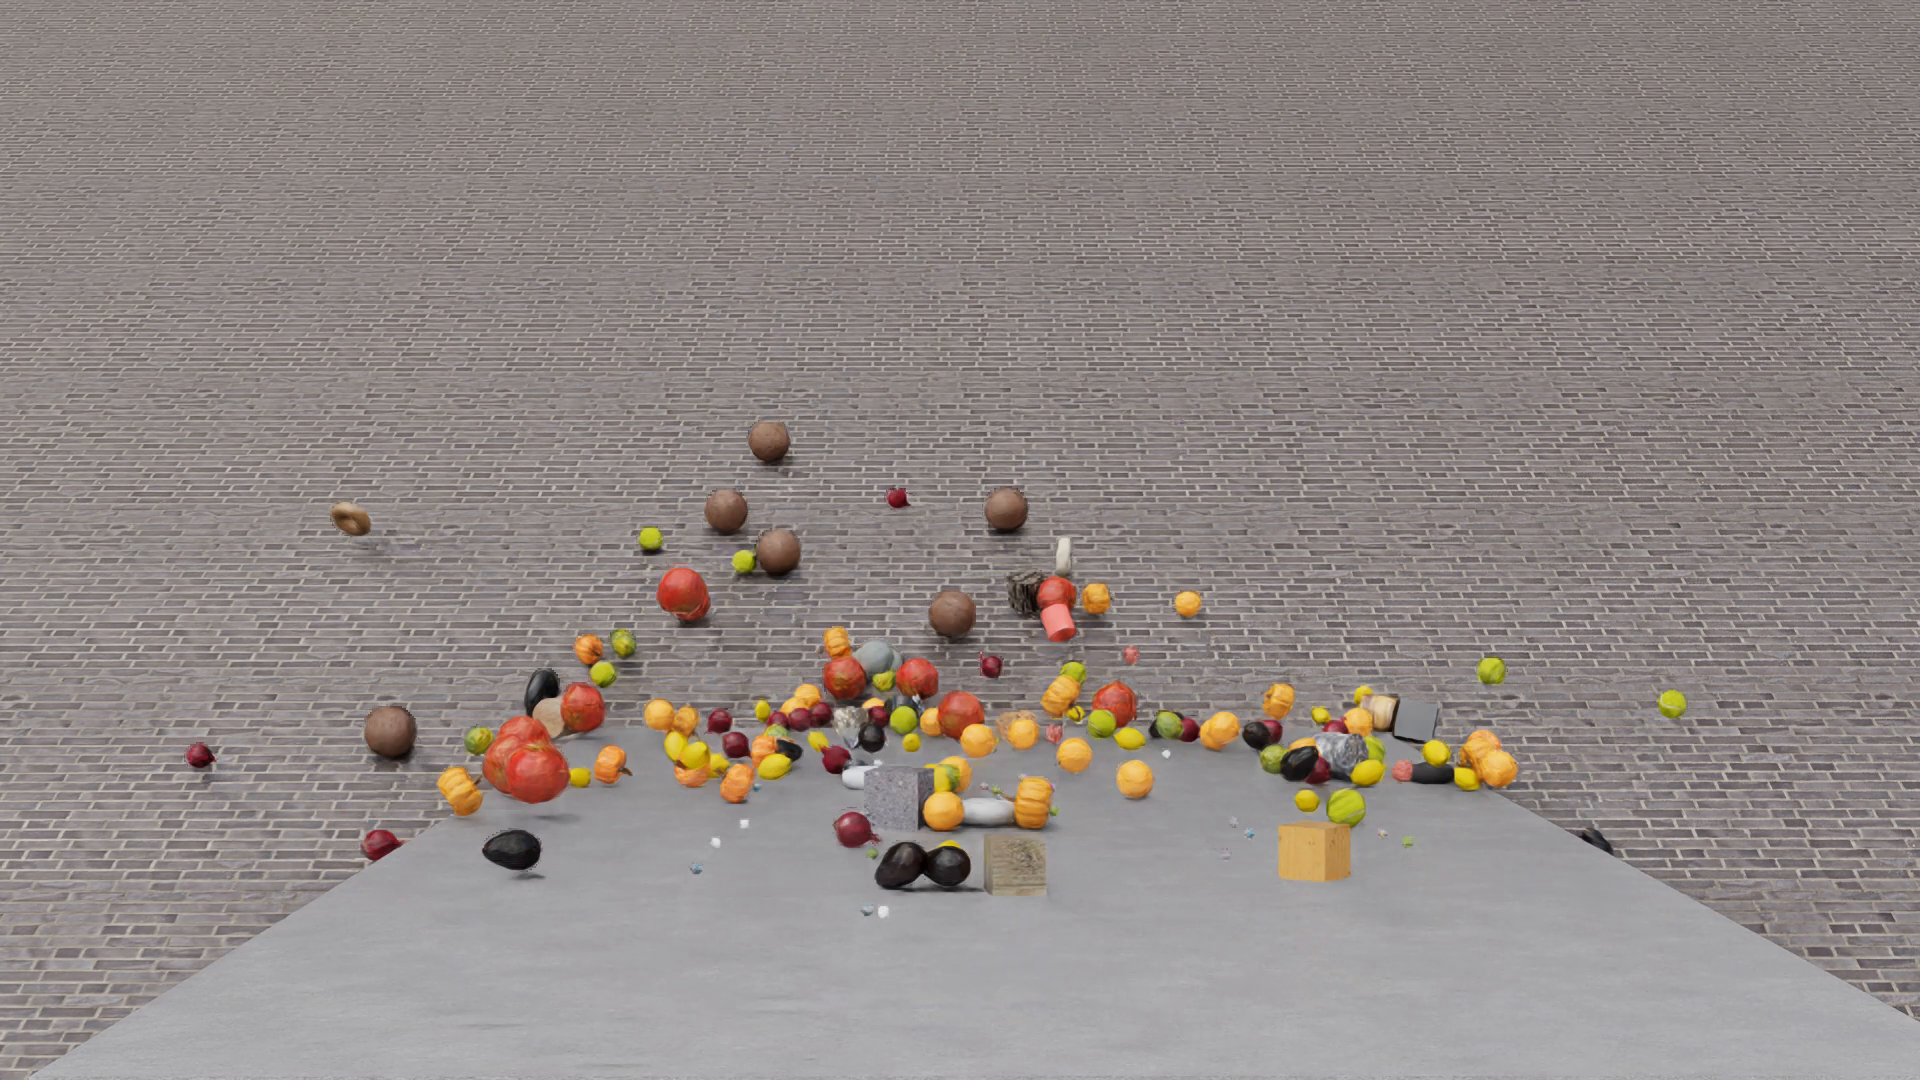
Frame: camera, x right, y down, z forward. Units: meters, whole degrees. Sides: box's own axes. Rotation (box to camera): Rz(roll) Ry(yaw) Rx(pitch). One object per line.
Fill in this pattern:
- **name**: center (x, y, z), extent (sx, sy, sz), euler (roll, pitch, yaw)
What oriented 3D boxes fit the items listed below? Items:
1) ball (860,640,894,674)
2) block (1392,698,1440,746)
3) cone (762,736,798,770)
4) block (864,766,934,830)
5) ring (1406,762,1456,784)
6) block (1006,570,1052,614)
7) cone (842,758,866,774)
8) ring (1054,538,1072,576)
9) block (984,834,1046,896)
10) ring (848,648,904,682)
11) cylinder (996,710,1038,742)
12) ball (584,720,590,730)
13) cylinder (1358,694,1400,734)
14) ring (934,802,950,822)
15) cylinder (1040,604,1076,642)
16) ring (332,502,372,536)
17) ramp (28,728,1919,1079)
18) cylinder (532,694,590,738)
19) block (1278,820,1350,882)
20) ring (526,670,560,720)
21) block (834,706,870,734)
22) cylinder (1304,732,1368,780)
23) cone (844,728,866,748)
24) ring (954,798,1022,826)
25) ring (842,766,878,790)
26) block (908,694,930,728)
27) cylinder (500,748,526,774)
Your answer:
- **ball**: center (-0.196, 0.276, 6.065), extent (0.082, 0.082, 0.082), euler (0, 27, 0)
- **block**: center (1.128, 0.450, 6.389), extent (0.094, 0.094, 0.094), euler (11, -8, 13)
- **cone**: center (-0.389, 0.476, 5.582), extent (0.079, 0.079, 0.079), euler (-1, 28, -3)
- **block**: center (-0.109, 0.459, 4.598), extent (0.100, 0.100, 0.100), euler (0, 1, 16)
- **ring**: center (0.969, 0.480, 5.320), extent (0.104, 0.035, 0.104), euler (0, 2, 0)
- **block**: center (0.196, 0.148, 7.314), extent (0.089, 0.089, 0.089), euler (-15, 23, -30)
- **cone**: center (-0.217, 0.486, 5.296), extent (0.055, 0.055, 0.055), euler (1, 27, 1)
- **ring**: center (0.301, 0.048, 7.498), extent (0.038, 0.113, 0.113), euler (-2, 26, 15)
- **block**: center (0.082, 0.480, 3.820), extent (0.081, 0.081, 0.081), euler (0, 1, -8)
- **ring**: center (-0.228, 0.334, 7.014), extent (0.147, 0.049, 0.147), euler (0, 29, 0)
- **cylinder**: center (0.137, 0.447, 6.200), extent (0.071, 0.071, 0.071), euler (23, 15, 37)
- **ball**: center (-0.961, 0.457, 6.533), extent (0.052, 0.052, 0.052), euler (0, 27, 0)
- **cylinder**: center (1.048, 0.432, 6.446), extent (0.087, 0.087, 0.087), euler (9, 29, 25)
- **ring**: center (-0.065, 0.493, 4.684), extent (0.091, 0.030, 0.091), euler (-1, 2, 0)
- **cylinder**: center (0.270, 0.228, 7.082), extent (0.078, 0.078, 0.078), euler (-10, 60, -19)
- **ring**: center (-1.797, -0.061, 7.631), extent (0.125, 0.125, 0.042), euler (11, 50, 21)
- **ramp**: center (0.062, 0.559, 4.597), extent (2.000, 0.100, 4.000), euler (0, 1, 0)
- **cylinder**: center (-0.989, 0.437, 6.403), extent (0.099, 0.099, 0.099), euler (16, 12, 28)
- **block**: center (0.545, 0.478, 3.967), extent (0.080, 0.080, 0.080), euler (1, 1, 37)
- **ring**: center (-1.094, 0.411, 6.765), extent (0.048, 0.143, 0.143), euler (7, 28, 16)
- **block**: center (-0.269, 0.450, 6.428), extent (0.063, 0.063, 0.063), euler (1, 1, 33)
- **cylinder**: center (0.780, 0.448, 5.361), extent (0.096, 0.096, 0.096), euler (0, 20, 45)
- **cone**: center (-0.250, 0.475, 6.032), extent (0.055, 0.055, 0.055), euler (3, 22, 5)
- **ring**: center (0.049, 0.488, 4.624), extent (0.125, 0.042, 0.125), euler (1, 0, 0)
- **ring**: center (-0.181, 0.481, 5.211), extent (0.116, 0.039, 0.116), euler (0, 2, 0)
- **block**: center (-0.125, 0.462, 6.712), extent (0.073, 0.073, 0.073), euler (-25, 24, 11)
- **cylinder**: center (-1.134, 0.563, 6.557), extent (0.058, 0.058, 0.058), euler (-9, 29, -19)
